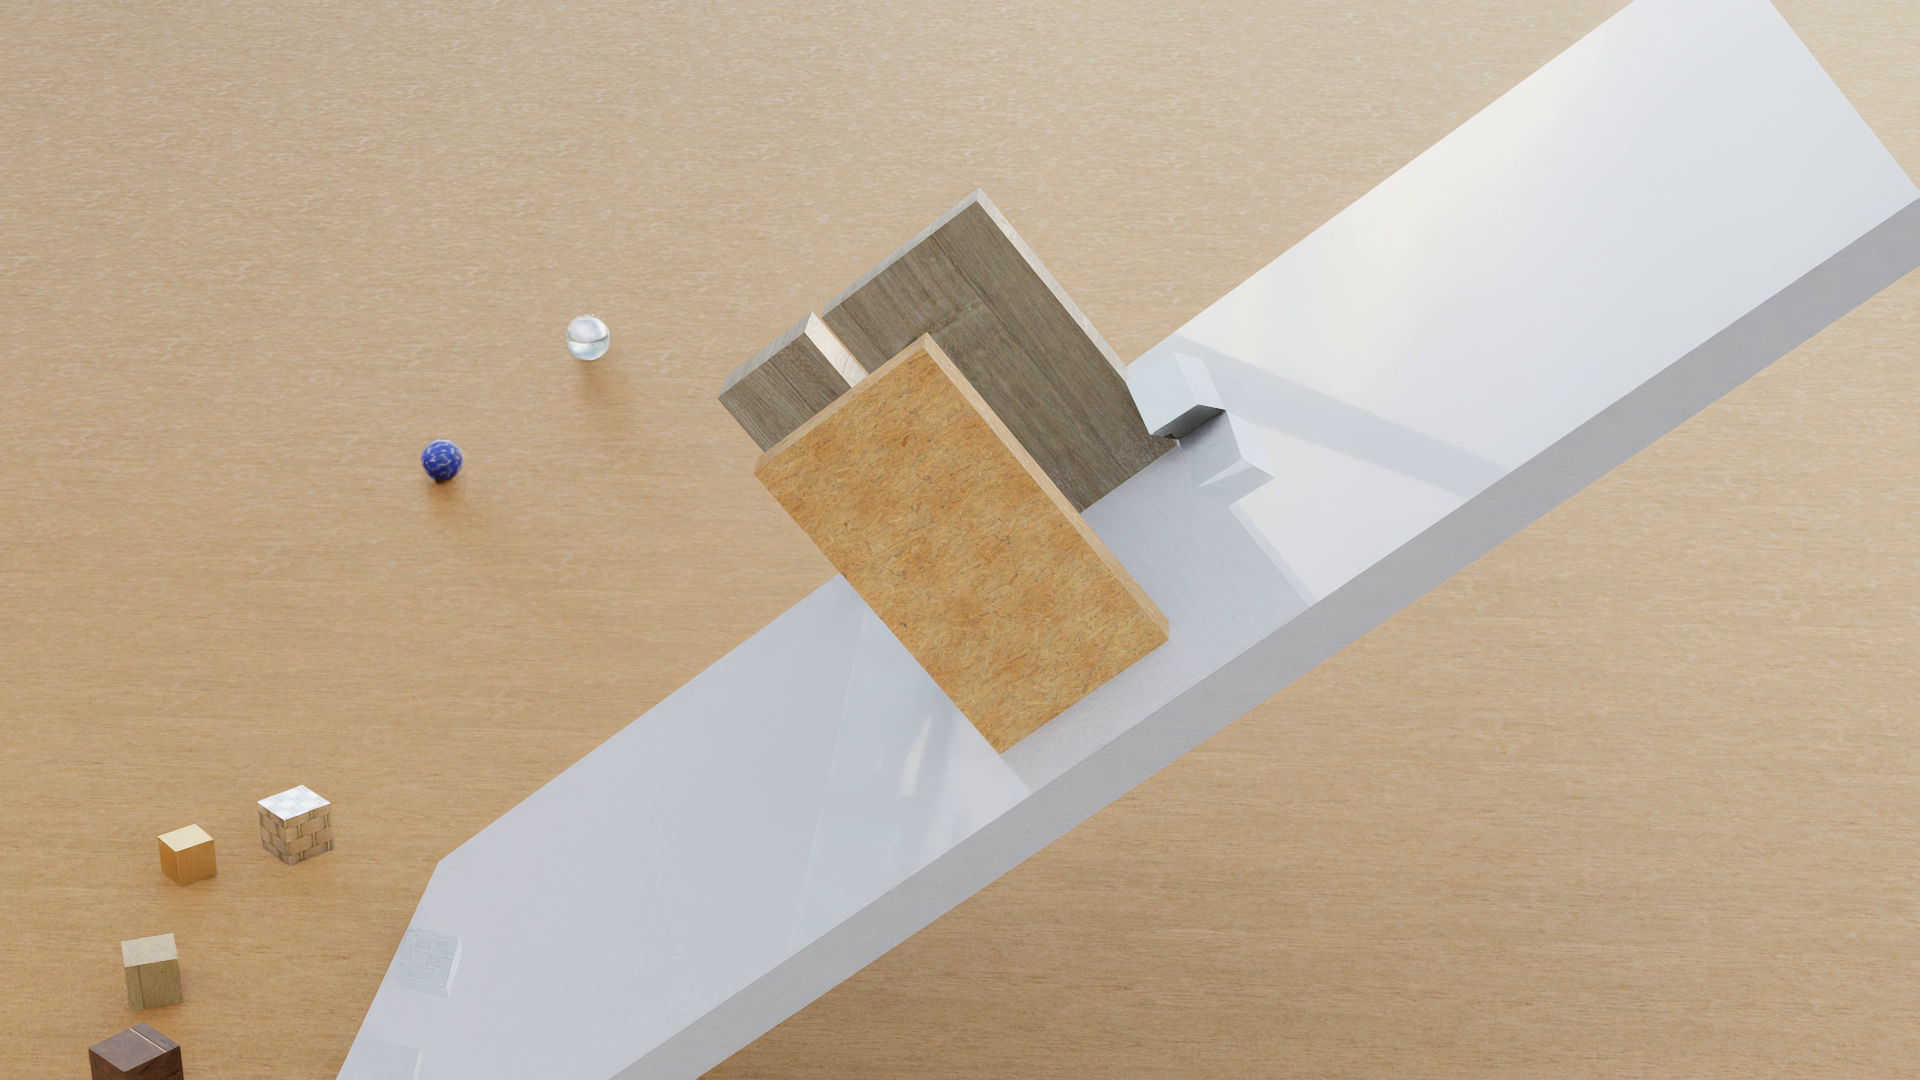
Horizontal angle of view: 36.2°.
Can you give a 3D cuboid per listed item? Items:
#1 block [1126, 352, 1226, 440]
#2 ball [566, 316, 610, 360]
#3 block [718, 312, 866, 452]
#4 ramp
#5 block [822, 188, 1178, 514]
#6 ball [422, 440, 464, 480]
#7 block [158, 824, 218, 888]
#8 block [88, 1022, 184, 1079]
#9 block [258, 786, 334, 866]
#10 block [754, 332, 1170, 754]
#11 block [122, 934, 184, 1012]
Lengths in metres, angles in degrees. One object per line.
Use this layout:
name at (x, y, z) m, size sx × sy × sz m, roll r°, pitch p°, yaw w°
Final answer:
block at (0.467, -0.311, 6.356) m, size 0.130 × 0.130 × 0.130 m, roll -33°, pitch -20°, yaw 27°
ball at (-1.470, -0.797, 11.631) m, size 0.173 × 0.173 × 0.173 m, roll 0°, pitch 23°, yaw 0°
block at (-0.271, -0.216, 7.031) m, size 0.270 × 0.606 × 0.149 m, roll -35°, pitch 16°, yaw 18°
ramp at (0.123, 0.184, 6.336) m, size 4.000 × 0.100 × 2.000 m, roll -35°, pitch 16°, yaw 18°
block at (0.090, -0.362, 6.415) m, size 0.431 × 0.698 × 0.098 m, roll -35°, pitch 16°, yaw 18°
ball at (-1.845, -0.285, 10.485) m, size 0.146 × 0.146 × 0.146 m, roll 0°, pitch 23°, yaw 0°
block at (-2.079, 0.849, 7.916) m, size 0.109 × 0.109 × 0.109 m, roll -18°, pitch 29°, yaw -36°
block at (-1.936, 1.257, 6.924) m, size 0.151 × 0.151 × 0.151 m, roll 20°, pitch 30°, yaw 38°
block at (-1.815, 0.779, 8.037) m, size 0.142 × 0.142 × 0.142 m, roll -20°, pitch 31°, yaw -39°
block at (0.008, 0.015, 5.514) m, size 0.407 × 0.731 × 0.083 m, roll -35°, pitch 16°, yaw 18°
block at (-2.022, 1.081, 7.359) m, size 0.128 × 0.128 × 0.128 m, roll -8°, pitch 25°, yaw -17°
